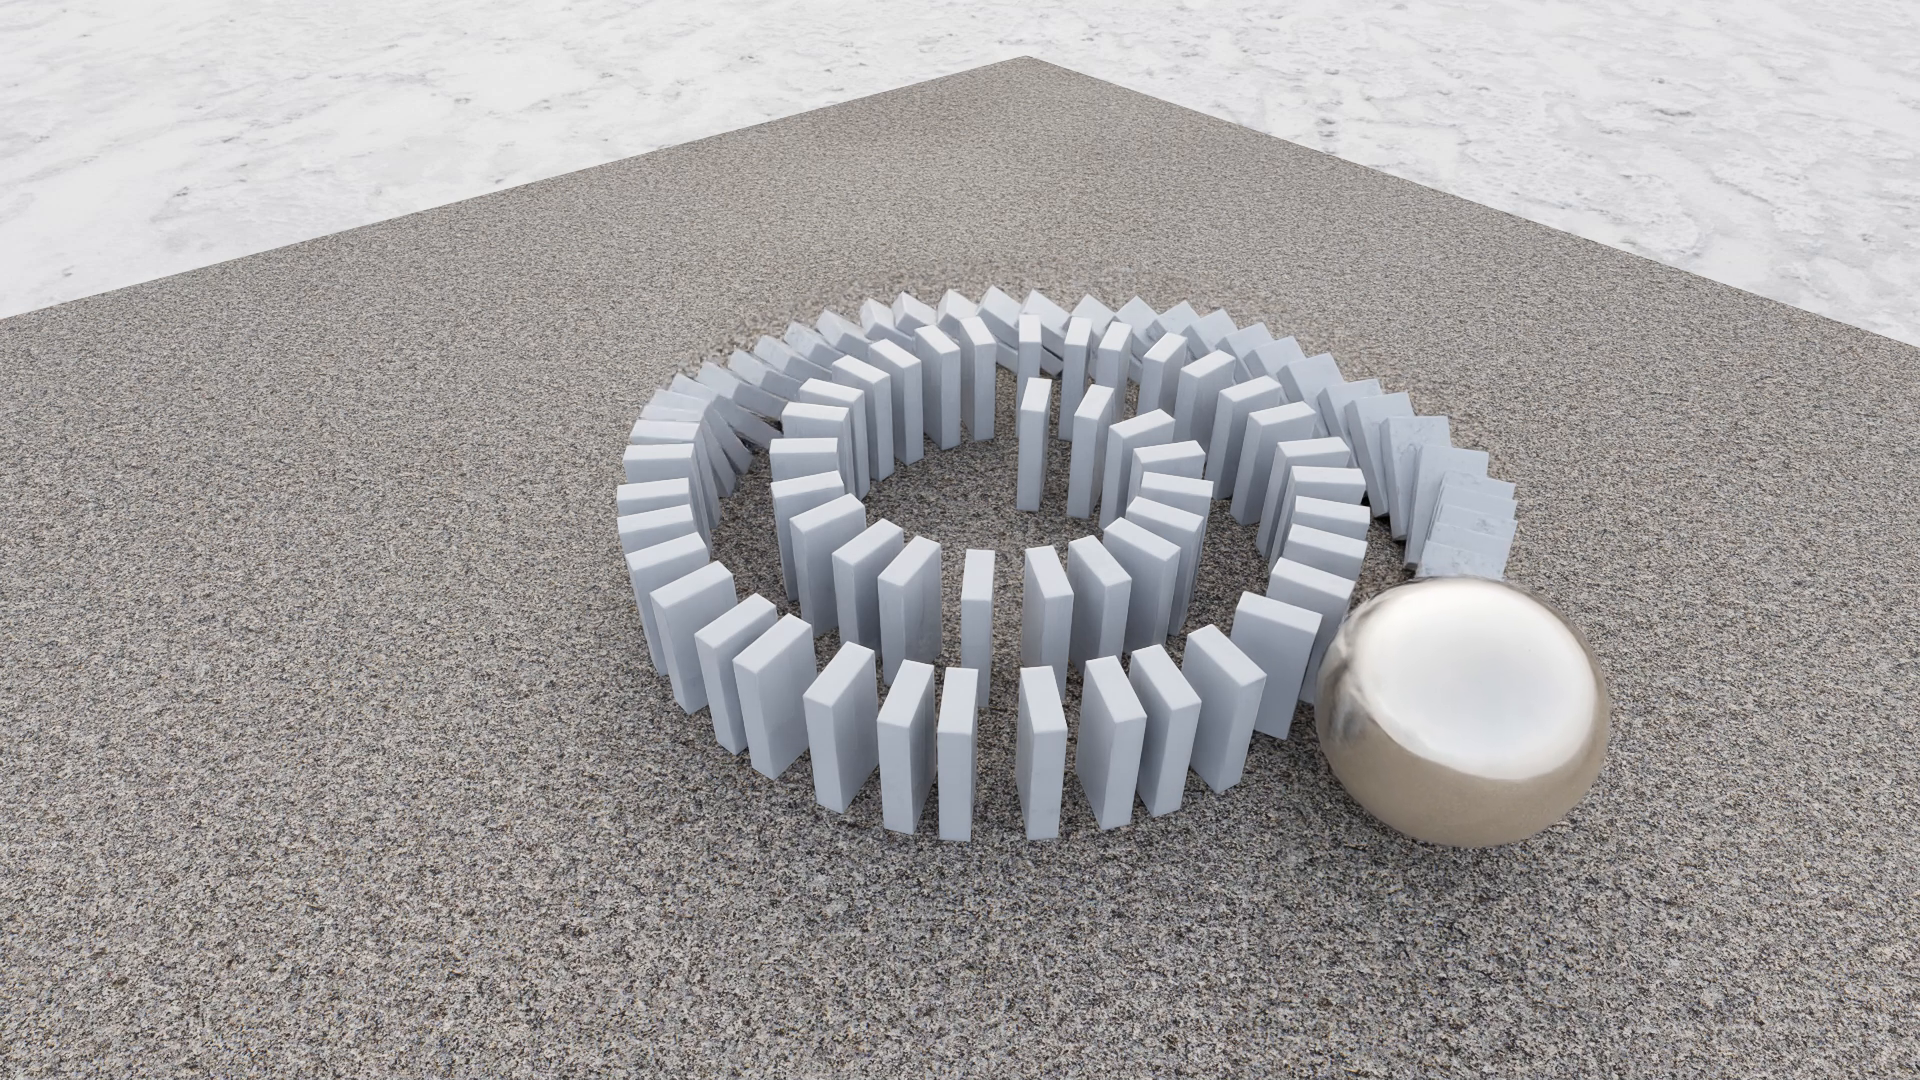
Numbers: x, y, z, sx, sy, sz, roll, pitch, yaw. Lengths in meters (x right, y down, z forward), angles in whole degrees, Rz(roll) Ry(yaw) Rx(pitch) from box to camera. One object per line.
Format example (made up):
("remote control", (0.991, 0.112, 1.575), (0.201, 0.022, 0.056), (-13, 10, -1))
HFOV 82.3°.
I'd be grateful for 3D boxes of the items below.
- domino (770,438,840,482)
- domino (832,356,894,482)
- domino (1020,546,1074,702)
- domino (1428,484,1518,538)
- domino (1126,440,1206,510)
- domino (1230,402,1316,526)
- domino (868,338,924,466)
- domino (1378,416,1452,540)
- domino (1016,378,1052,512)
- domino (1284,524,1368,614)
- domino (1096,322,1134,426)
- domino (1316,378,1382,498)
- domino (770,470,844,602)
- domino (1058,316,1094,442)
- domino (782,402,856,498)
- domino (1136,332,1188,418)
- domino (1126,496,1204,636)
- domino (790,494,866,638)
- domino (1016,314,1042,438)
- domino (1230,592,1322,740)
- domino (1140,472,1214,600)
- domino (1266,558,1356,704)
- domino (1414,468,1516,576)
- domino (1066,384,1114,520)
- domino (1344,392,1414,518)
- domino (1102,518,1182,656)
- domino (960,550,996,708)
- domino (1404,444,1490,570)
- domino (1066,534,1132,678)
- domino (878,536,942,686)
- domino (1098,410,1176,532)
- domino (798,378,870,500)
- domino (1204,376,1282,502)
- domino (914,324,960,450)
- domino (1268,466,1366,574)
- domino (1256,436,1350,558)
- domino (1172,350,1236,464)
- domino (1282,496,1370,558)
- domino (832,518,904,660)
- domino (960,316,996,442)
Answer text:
("domino", (-0.059, -0.016, 0.431), (0.025, 0.050, 0.009), (-1, 39, -1))
("domino", (-0.042, -0.052, 0.475), (0.025, 0.050, 0.010), (29, 47, 30))
("domino", (0.029, 0.030, 0.375), (0.010, 0.050, 0.025), (-8, 40, -9))
("domino", (0.185, 0.007, 0.407), (0.025, 0.050, 0.010), (16, 2, 18))
("domino", (0.079, -0.014, 0.428), (0.025, 0.050, 0.010), (-8, 40, -10))
("domino", (0.127, -0.031, 0.449), (0.025, 0.050, 0.010), (-14, 41, -16))
("domino", (-0.028, -0.061, 0.485), (0.009, 0.050, 0.025), (-28, 47, -29))
("domino", (0.189, -0.025, 0.452), (0.025, 0.009, 0.050), (-1, 77, -4))
("domino", (0.031, -0.039, 0.460), (0.010, 0.050, 0.025), (7, 40, 8))
("domino", (0.124, 0.020, 0.388), (0.025, 0.050, 0.009), (16, 42, 18))
("domino", (0.068, -0.070, 0.497), (0.009, 0.050, 0.025), (13, 41, 15))
("domino", (0.176, -0.044, 0.478), (0.025, 0.010, 0.050), (-10, 72, -12))
("domino", (-0.055, -0.001, 0.413), (0.025, 0.050, 0.010), (-12, 41, -14))
("domino", (0.053, -0.073, 0.500), (0.009, 0.050, 0.025), (8, 40, 10))
("domino", (-0.057, -0.031, 0.450), (0.025, 0.050, 0.010), (7, 40, 9))
("domino", (0.089, -0.064, 0.489), (0.010, 0.050, 0.025), (22, 44, 25))
("domino", (0.071, 0.010, 0.399), (0.025, 0.050, 0.009), (19, 43, 22))
("domino", (-0.046, 0.010, 0.400), (0.025, 0.050, 0.009), (-25, 46, -27))
("domino", (0.031, -0.075, 0.503), (0.010, 0.050, 0.025), (1, 39, 2))
("domino", (0.100, 0.042, 0.360), (0.025, 0.050, 0.009), (17, 42, 20))
("domino", (0.078, -0.001, 0.413), (0.025, 0.050, 0.009), (9, 40, 11))
("domino", (0.115, 0.032, 0.373), (0.025, 0.050, 0.009), (20, 43, 23))
("domino", (0.192, 0.000, 0.421), (0.025, 0.010, 0.050), (16, 79, 18))
("domino", (0.054, -0.036, 0.455), (0.010, 0.050, 0.025), (14, 41, 16))
("domino", (0.182, -0.036, 0.464), (0.025, 0.009, 0.050), (-9, 78, -12))
("domino", (0.062, 0.019, 0.388), (0.025, 0.050, 0.009), (30, 48, 31))
("domino", (0.006, 0.031, 0.374), (0.010, 0.050, 0.025), (3, 39, 3))
("domino", (0.193, -0.012, 0.436), (0.025, 0.010, 0.050), (10, 76, 12))
("domino", (0.046, 0.026, 0.380), (0.009, 0.050, 0.025), (-16, 42, -19))
("domino", (-0.017, 0.026, 0.380), (0.009, 0.050, 0.025), (19, 43, 22))
("domino", (0.071, -0.026, 0.443), (0.025, 0.050, 0.009), (-20, 44, -23))
("domino", (-0.052, -0.042, 0.462), (0.025, 0.050, 0.009), (15, 42, 18))
("domino", (0.118, -0.042, 0.463), (0.025, 0.050, 0.010), (-20, 43, -22))
("domino", (-0.010, -0.068, 0.495), (0.010, 0.050, 0.025), (-19, 43, -22))
("domino", (0.134, -0.004, 0.417), (0.025, 0.050, 0.010), (3, 39, 4))
("domino", (0.134, -0.016, 0.431), (0.025, 0.050, 0.010), (-6, 40, -7))
("domino", (0.105, -0.055, 0.479), (0.025, 0.050, 0.009), (-29, 47, -30))
("domino", (0.131, 0.009, 0.401), (0.025, 0.050, 0.009), (10, 40, 12))
("domino", (-0.031, 0.020, 0.387), (0.009, 0.050, 0.025), (28, 47, 30))
("domino", (0.008, -0.073, 0.501), (0.009, 0.050, 0.025), (-10, 40, -12))
